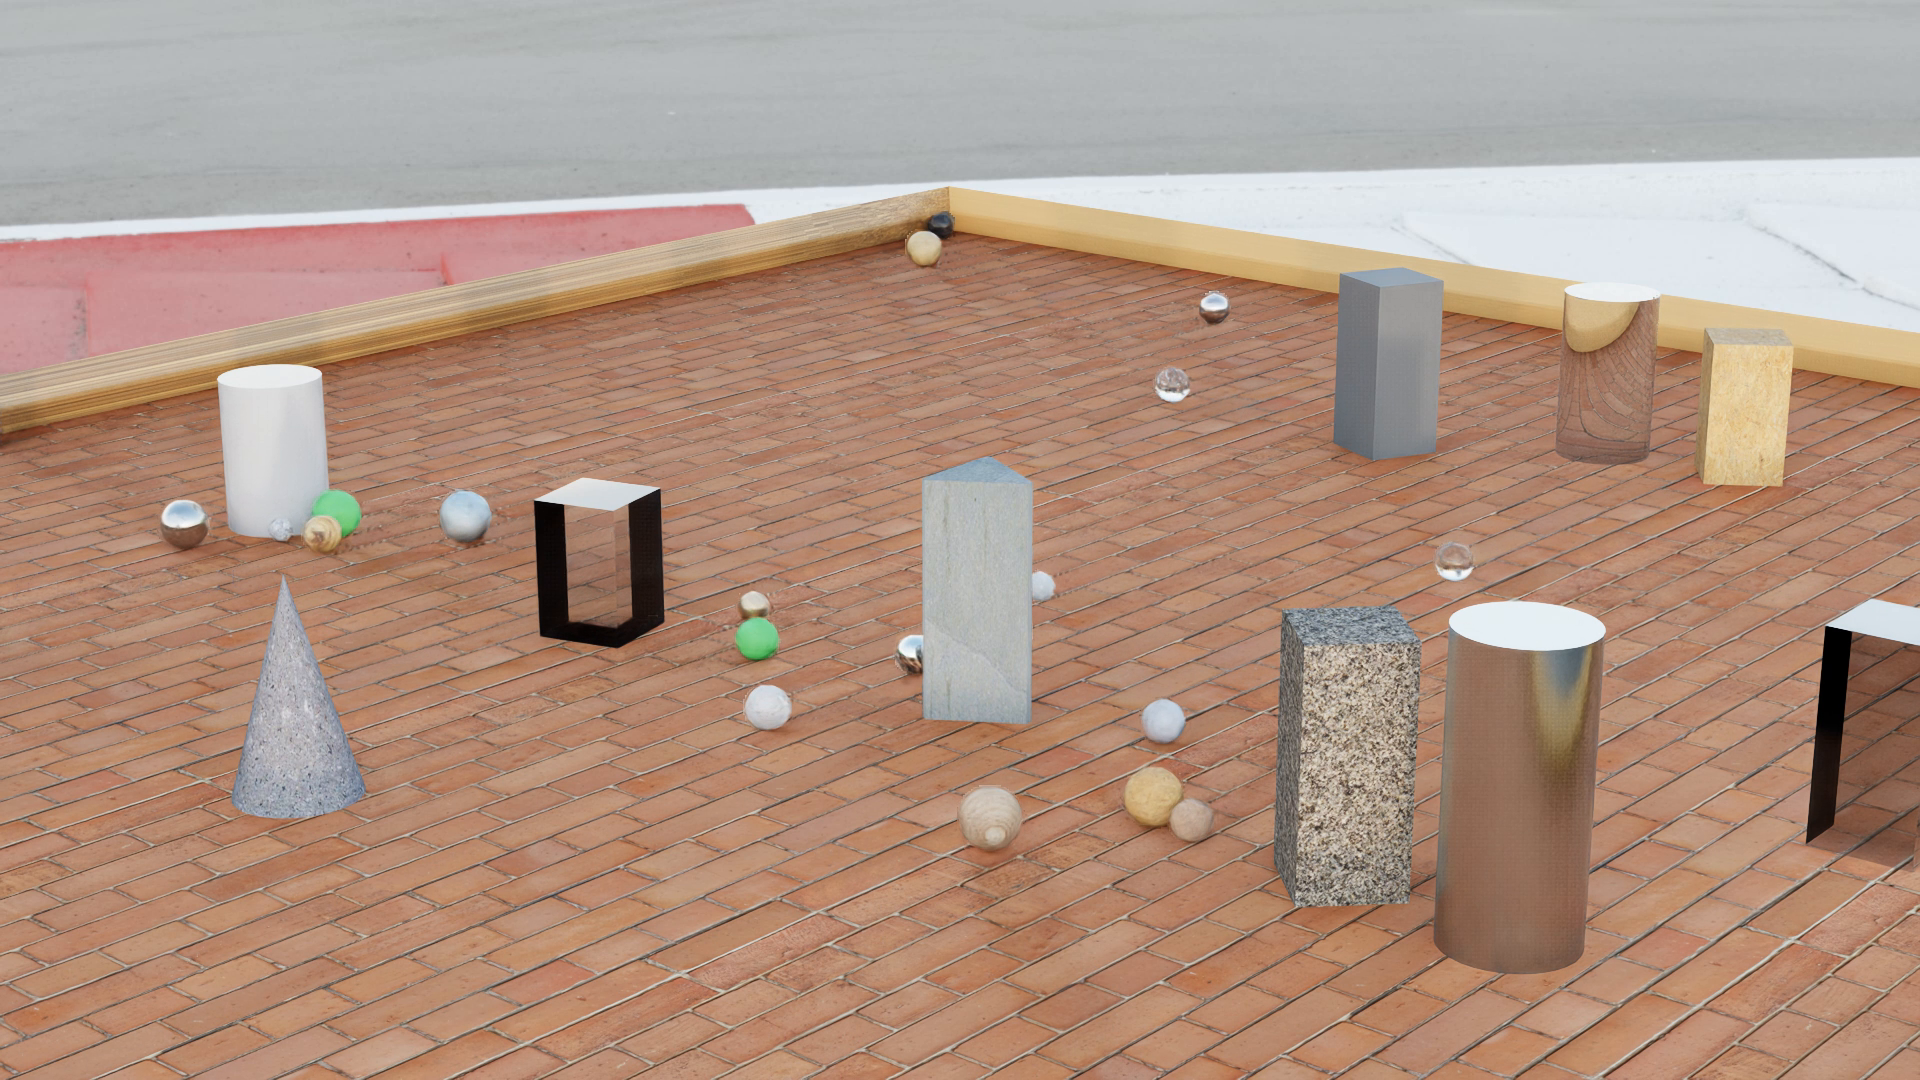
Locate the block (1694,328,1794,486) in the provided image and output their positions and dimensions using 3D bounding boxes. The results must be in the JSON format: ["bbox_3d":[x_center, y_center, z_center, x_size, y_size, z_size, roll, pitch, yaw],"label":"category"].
[{"bbox_3d":[1.557,-0.266,5.830,0.152,0.283,0.152,2,17,7],"label":"block"}]

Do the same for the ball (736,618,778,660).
[{"bbox_3d":[-0.331,0.162,4.784,0.070,0.070,0.070,0,17,0],"label":"ball"}]

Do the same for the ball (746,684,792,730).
[{"bbox_3d":[-0.293,0.256,4.473,0.070,0.070,0.070,0,17,0],"label":"ball"}]

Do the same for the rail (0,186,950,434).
[{"bbox_3d":[-1.675,-0.390,6.513,0.045,0.123,5.066,14,22,39],"label":"rail"}]

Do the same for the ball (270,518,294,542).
[{"bbox_3d":[-1.256,-0.019,5.428,0.044,0.044,0.044,0,17,0],"label":"ball"}]

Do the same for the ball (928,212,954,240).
[{"bbox_3d":[-0.055,-0.881,8.229,0.075,0.075,0.075,0,17,0],"label":"ball"}]

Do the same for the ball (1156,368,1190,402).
[{"bbox_3d":[0.467,-0.340,6.434,0.075,0.075,0.075,0,17,0],"label":"ball"}]

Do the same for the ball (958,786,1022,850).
[{"bbox_3d":[0.042,0.382,4.024,0.088,0.088,0.088,0,17,0],"label":"ball"}]

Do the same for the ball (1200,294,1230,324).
[{"bbox_3d":[0.624,-0.566,7.186,0.074,0.074,0.074,0,17,0],"label":"ball"}]

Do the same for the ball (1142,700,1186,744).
[{"bbox_3d":[0.306,0.273,4.421,0.066,0.066,0.066,0,17,0],"label":"ball"}]

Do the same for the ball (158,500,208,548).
[{"bbox_3d":[-1.424,-0.029,5.380,0.089,0.089,0.089,0,17,0],"label":"ball"}]

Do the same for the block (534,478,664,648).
[{"bbox_3d":[-0.602,0.037,4.907,0.152,0.237,0.152,8,18,24],"label":"block"}]

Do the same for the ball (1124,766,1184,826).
[{"bbox_3d":[0.271,0.359,4.105,0.084,0.084,0.084,0,17,0],"label":"ball"}]

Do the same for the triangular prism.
[{"bbox_3d":[0.035,0.075,4.530,0.165,0.383,0.143,2,17,7],"label":"triangular prism"}]

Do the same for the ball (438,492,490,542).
[{"bbox_3d":[-0.915,-0.043,5.418,0.095,0.095,0.095,0,17,0],"label":"ball"}]

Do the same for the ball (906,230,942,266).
[{"bbox_3d":[-0.095,-0.783,7.866,0.095,0.095,0.095,0,17,0],"label":"ball"}]

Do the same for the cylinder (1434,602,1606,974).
[{"bbox_3d":[0.700,0.309,3.679,0.190,0.426,0.190,0,17,0],"label":"cylinder"}]

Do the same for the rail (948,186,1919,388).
[{"bbox_3d":[1.645,-0.517,6.934,4.483,0.123,0.045,14,22,39],"label":"rail"}]

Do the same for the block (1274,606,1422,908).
[{"bbox_3d":[0.509,0.285,3.871,0.152,0.362,0.152,-1,17,-5],"label":"block"}]

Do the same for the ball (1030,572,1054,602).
[{"bbox_3d":[0.139,0.081,5.085,0.051,0.051,0.051,0,17,0],"label":"ball"}]

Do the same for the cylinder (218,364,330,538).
[{"bbox_3d":[-1.286,-0.169,5.505,0.190,0.285,0.190,0,17,0],"label":"cylinder"}]

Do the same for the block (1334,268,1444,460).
[{"bbox_3d":[0.878,-0.363,6.020,0.152,0.360,0.152,-8,18,-24],"label":"block"}]

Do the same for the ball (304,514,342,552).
[{"bbox_3d":[-1.164,-0.012,5.359,0.069,0.069,0.069,0,17,0],"label":"ball"}]

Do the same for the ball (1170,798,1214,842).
[{"bbox_3d":[0.321,0.387,4.055,0.060,0.060,0.060,0,17,0],"label":"ball"}]

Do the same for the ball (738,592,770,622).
[{"bbox_3d":[-0.349,0.115,4.967,0.054,0.054,0.054,0,17,0],"label":"ball"}]

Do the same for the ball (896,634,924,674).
[{"bbox_3d":[-0.072,0.184,4.722,0.063,0.063,0.063,0,17,0],"label":"ball"}]

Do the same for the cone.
[{"bbox_3d":[-0.954,0.207,4.182,0.190,0.332,0.190,0,17,0],"label":"cone"}]

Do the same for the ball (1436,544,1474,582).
[{"bbox_3d":[0.876,0.039,5.194,0.067,0.067,0.067,0,17,0],"label":"ball"}]

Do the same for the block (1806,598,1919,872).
[{"bbox_3d":[1.274,0.265,4.011,0.152,0.319,0.152,14,21,38],"label":"block"}]

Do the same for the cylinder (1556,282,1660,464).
[{"bbox_3d":[1.321,-0.341,5.985,0.190,0.337,0.190,0,17,0],"label":"cylinder"}]

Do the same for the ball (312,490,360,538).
[{"bbox_3d":[-1.158,-0.048,5.446,0.088,0.088,0.088,0,17,0],"label":"ball"}]
